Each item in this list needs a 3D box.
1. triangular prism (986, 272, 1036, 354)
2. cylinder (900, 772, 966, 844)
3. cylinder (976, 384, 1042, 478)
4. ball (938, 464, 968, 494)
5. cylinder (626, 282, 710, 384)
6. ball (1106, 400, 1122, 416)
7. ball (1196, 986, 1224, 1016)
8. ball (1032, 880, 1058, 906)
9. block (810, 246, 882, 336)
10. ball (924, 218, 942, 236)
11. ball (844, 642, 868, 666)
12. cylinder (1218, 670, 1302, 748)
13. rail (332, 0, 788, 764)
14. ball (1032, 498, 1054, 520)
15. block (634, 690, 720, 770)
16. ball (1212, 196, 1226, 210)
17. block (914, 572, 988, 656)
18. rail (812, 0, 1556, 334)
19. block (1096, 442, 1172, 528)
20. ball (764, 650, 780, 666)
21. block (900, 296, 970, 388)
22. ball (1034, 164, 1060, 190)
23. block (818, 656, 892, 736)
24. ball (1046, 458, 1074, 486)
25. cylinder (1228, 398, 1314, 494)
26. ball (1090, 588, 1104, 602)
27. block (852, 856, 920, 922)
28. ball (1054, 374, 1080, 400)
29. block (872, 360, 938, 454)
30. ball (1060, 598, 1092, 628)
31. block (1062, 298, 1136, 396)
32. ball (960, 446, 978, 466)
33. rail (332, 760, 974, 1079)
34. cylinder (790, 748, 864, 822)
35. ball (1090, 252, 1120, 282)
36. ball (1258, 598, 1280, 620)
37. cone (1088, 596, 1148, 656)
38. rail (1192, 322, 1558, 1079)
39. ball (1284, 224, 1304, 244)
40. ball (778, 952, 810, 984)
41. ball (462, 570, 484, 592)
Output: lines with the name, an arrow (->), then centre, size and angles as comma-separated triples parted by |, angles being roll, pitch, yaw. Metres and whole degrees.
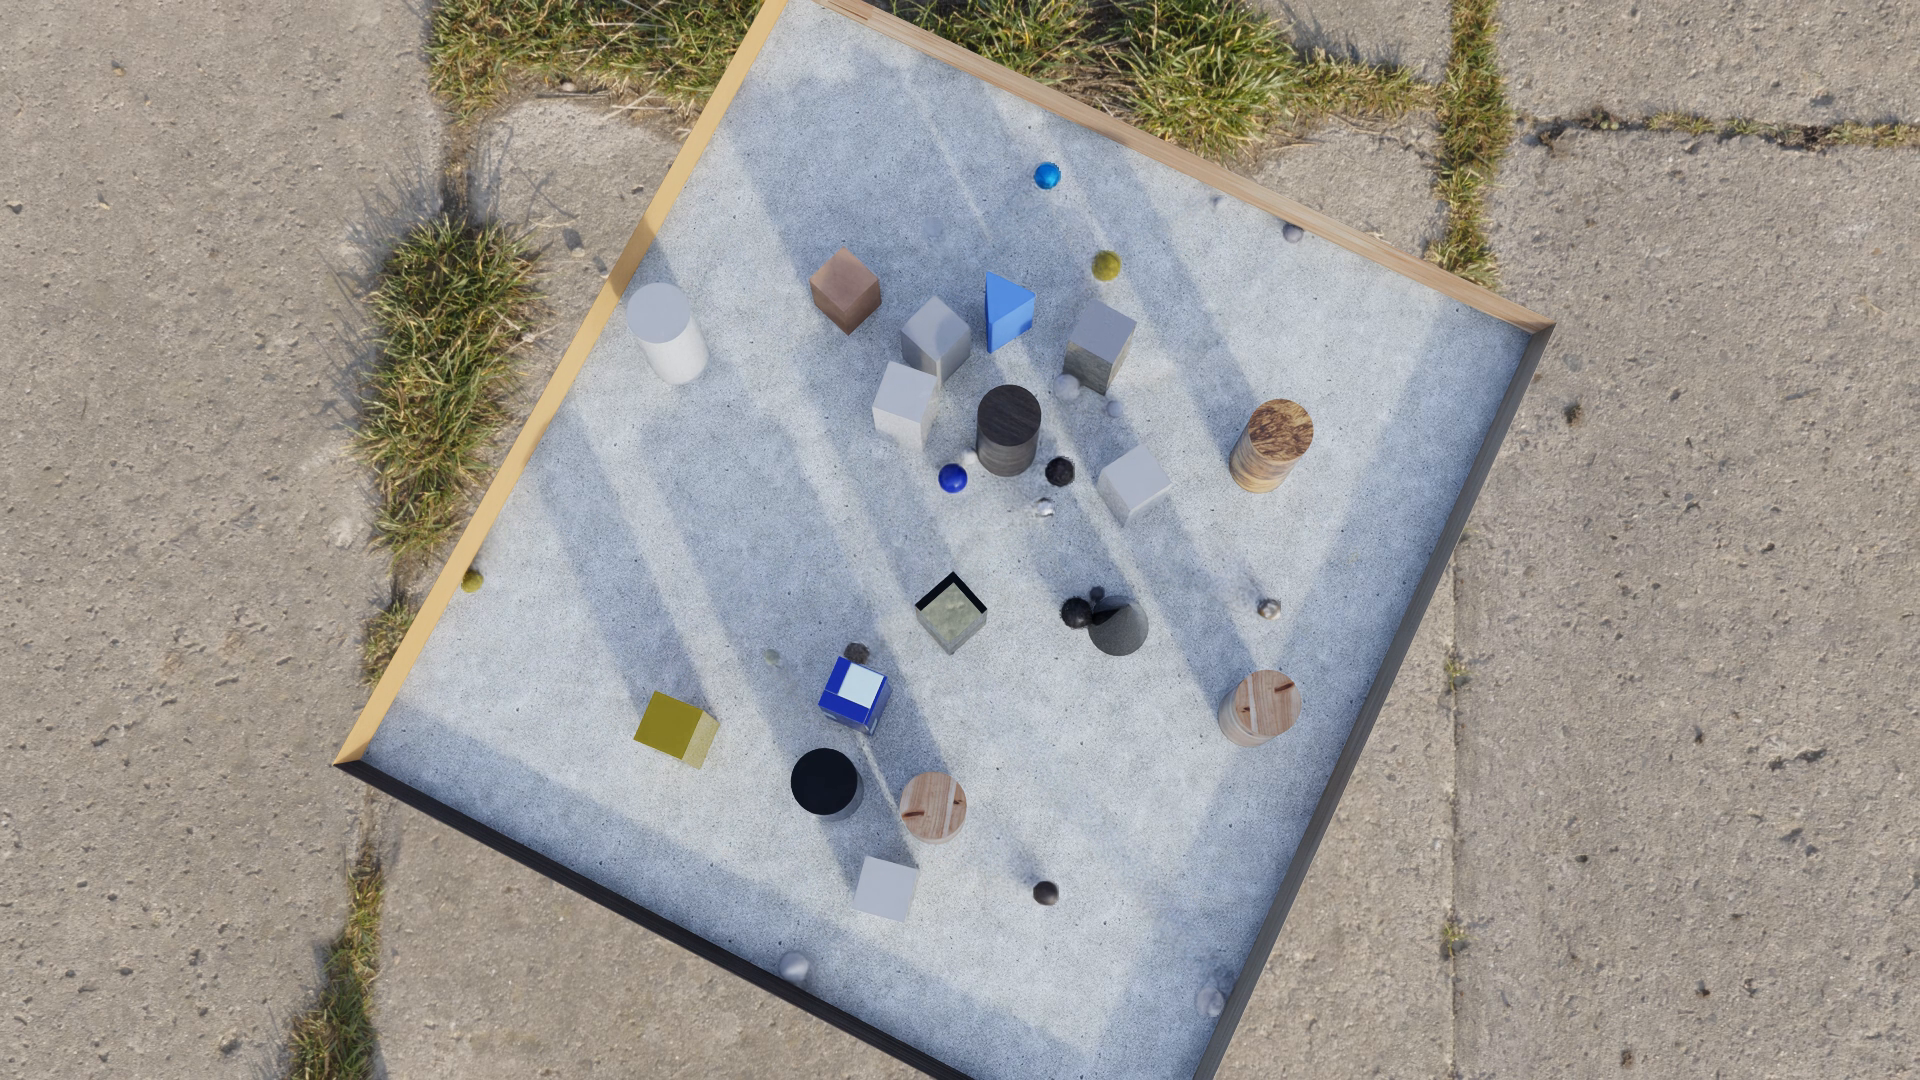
triangular prism -> 0.120, -0.715, 5.614 | 0.162, 0.294, 0.140 | -33, 80, -6
cylinder -> -0.074, 0.774, 5.263 | 0.187, 0.380, 0.187 | 0, 78, 0
cylinder -> 0.143, -0.323, 5.492 | 0.187, 0.374, 0.187 | 0, 78, 0
ball -> -0.022, -0.189, 5.609 | 0.092, 0.092, 0.092 | 0, 78, 0
cylinder -> -0.876, -0.617, 5.529 | 0.187, 0.420, 0.187 | 0, 78, 0
ball -> 0.476, -0.408, 5.675 | 0.051, 0.051, 0.051 | 0, 78, 0
ball -> 0.724, 1.333, 5.299 | 0.082, 0.082, 0.082 | 0, 78, 0
ball -> 0.250, 1.034, 5.366 | 0.072, 0.072, 0.072 | 0, 78, 0
block -> -0.352, -0.766, 5.656 | 0.149, 0.233, 0.149 | 44, 82, 8
ball -> -0.087, -0.987, 5.792 | 0.055, 0.055, 0.055 | 0, 78, 0
ball -> -0.312, 0.345, 5.507 | 0.075, 0.075, 0.075 | 0, 78, 0
cylinder -> 0.867, 0.494, 5.330 | 0.187, 0.361, 0.187 | 0, 78, 0
rail -> -1.178, -0.570, 5.671 | 0.045, 0.121, 2.856 | 26, 80, 5
ball -> 0.256, -0.095, 5.602 | 0.067, 0.067, 0.067 | 0, 78, 0
block -> -0.818, 0.555, 5.315 | 0.149, 0.365, 0.149 | 22, 79, 4
ball -> 0.823, -1.070, 5.816 | 0.042, 0.042, 0.042 | 0, 78, 0
block -> -0.026, 0.221, 5.428 | 0.149, 0.280, 0.149 | -41, 81, -8
rail -> 0.628, -1.224, 5.807 | 2.681, 0.121, 0.045 | 26, 80, 5
block -> 0.521, -0.162, 5.520 | 0.149, 0.255, 0.149 | -33, 80, -6
ball -> -0.565, 0.357, 5.519 | 0.046, 0.046, 0.046 | 0, 78, 0
block -> -0.074, -0.601, 5.594 | 0.149, 0.288, 0.149 | 43, 81, 8
ball -> 0.275, -1.153, 5.814 | 0.079, 0.079, 0.079 | 0, 78, 0
block -> -0.303, 0.460, 5.343 | 0.149, 0.350, 0.149 | 22, 79, 4
ball -> 0.306, -0.208, 5.614 | 0.089, 0.089, 0.089 | 0, 78, 0
cylinder -> 0.923, -0.275, 5.466 | 0.187, 0.405, 0.187 | 0, 78, 0
ball -> 0.414, 0.165, 5.560 | 0.044, 0.044, 0.044 | 0, 78, 0
block -> -0.207, 0.997, 5.221 | 0.149, 0.371, 0.149 | 15, 79, 3
ball -> 0.334, -0.472, 5.672 | 0.082, 0.082, 0.082 | 0, 78, 0
block -> -0.161, -0.396, 5.516 | 0.149, 0.357, 0.149 | 19, 79, 4
ball -> 0.351, 0.221, 5.523 | 0.093, 0.093, 0.093 | 0, 78, 0
block -> 0.421, -0.581, 5.563 | 0.149, 0.339, 0.149 | 29, 80, 6
ball -> 0.026, -0.259, 5.641 | 0.056, 0.056, 0.056 | 0, 78, 0
rail -> -0.628, 1.237, 5.298 | 2.681, 0.121, 0.045 | 26, 80, 5
cylinder -> -0.379, 0.710, 5.285 | 0.187, 0.362, 0.187 | 0, 78, 0
ball -> 0.456, -0.857, 5.746 | 0.092, 0.092, 0.092 | 0, 78, 0
ball -> 0.934, 0.209, 5.539 | 0.067, 0.067, 0.067 | 0, 78, 0
cone -> 0.480, 0.221, 5.374 | 0.187, 0.385, 0.187 | 0, 78, 0
rail -> 1.178, 0.583, 5.433 | 0.045, 0.121, 2.856 | 26, 80, 5
ball -> 1.053, -0.966, 5.785 | 0.060, 0.060, 0.060 | 0, 78, 0
ball -> -0.481, 1.241, 5.314 | 0.090, 0.090, 0.090 | 0, 78, 0
ball -> -1.479, 0.123, 5.558 | 0.065, 0.065, 0.065 | 0, 78, 0
